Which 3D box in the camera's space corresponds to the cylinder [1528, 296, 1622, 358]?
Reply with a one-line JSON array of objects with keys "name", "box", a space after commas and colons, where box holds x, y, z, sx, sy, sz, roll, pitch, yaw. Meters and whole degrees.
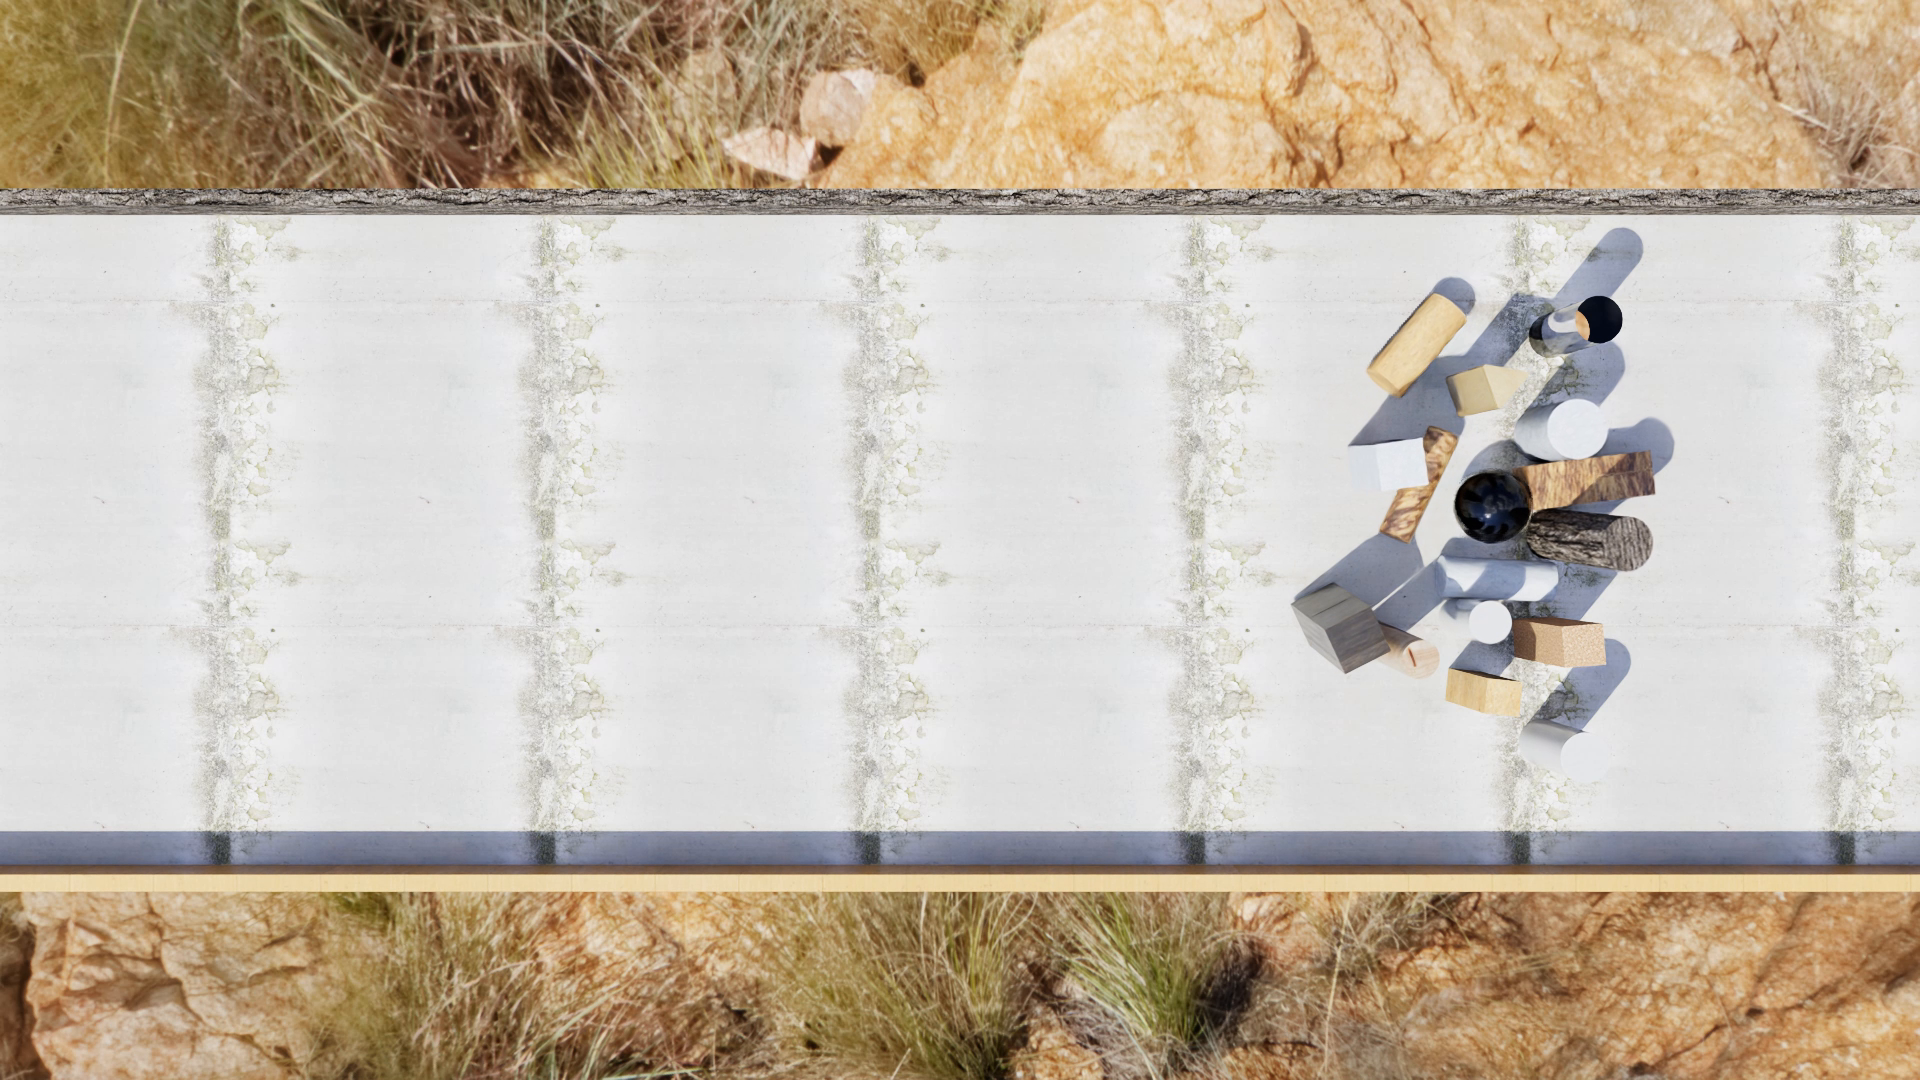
[{"name": "cylinder", "box": [1.818, -0.627, 4.885, 0.137, 0.384, 0.137, 0, 90, 0]}]

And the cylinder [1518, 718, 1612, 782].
[{"name": "cylinder", "box": [1.791, 0.623, 4.898, 0.145, 0.356, 0.145, 0, 90, 0]}]

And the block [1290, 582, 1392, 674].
[{"name": "block", "box": [1.124, 0.257, 4.892, 0.148, 0.346, 0.148, -27, 101, 0]}]

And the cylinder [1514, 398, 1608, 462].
[{"name": "cylinder", "box": [1.788, -0.322, 4.920, 0.174, 0.310, 0.174, 0, 91, 1]}]

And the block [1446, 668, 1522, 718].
[{"name": "block", "box": [1.548, 0.449, 4.887, 0.100, 0.379, 0.100, 6, 90, 0]}]

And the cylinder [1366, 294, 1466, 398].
[{"name": "cylinder", "box": [1.386, -0.590, 5.009, 0.135, 0.135, 0.301, 41, 90, 0]}]

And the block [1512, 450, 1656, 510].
[{"name": "block", "box": [1.892, -0.179, 5.010, 0.374, 0.133, 0.133, -7, 90, 0]}]

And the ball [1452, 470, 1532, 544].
[{"name": "ball", "box": [1.601, -0.101, 4.964, 0.224, 0.224, 0.224, 0, 90, 0]}]

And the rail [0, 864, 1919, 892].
[{"name": "rail", "box": [-2.247, 1.025, 5.001, 12.000, 0.150, 0.050, 0, 90, 0]}]

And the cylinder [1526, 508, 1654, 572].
[{"name": "cylinder", "box": [1.843, -0.004, 4.851, 0.156, 0.431, 0.156, -1, 94, -9]}]

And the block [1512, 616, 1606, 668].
[{"name": "block", "box": [1.762, 0.298, 4.867, 0.117, 0.420, 0.117, -4, 90, 0]}]

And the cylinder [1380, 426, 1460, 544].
[{"name": "cylinder", "box": [1.400, -0.168, 5.026, 0.100, 0.100, 0.353, 26, 90, 0]}]

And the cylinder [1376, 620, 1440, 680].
[{"name": "cylinder", "box": [1.290, 0.321, 4.886, 0.115, 0.367, 0.115, -1, 97, -8]}]

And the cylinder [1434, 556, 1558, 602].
[{"name": "cylinder", "box": [1.629, 0.118, 5.014, 0.335, 0.125, 0.125, 3, 90, 0]}]

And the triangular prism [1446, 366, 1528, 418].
[{"name": "triangular prism", "box": [1.537, -0.463, 4.888, 0.114, 0.375, 0.131, 40, 90, 0]}]

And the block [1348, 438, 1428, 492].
[{"name": "block", "box": [1.259, -0.222, 4.871, 0.133, 0.401, 0.133, -8, 92, 3]}]

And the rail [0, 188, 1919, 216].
[{"name": "rail", "box": [-2.247, -1.025, 5.002, 12.000, 0.150, 0.050, 0, 90, 0]}]

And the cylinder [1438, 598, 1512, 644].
[{"name": "cylinder", "box": [1.534, 0.238, 4.924, 0.124, 0.306, 0.124, 0, 90, 0]}]
